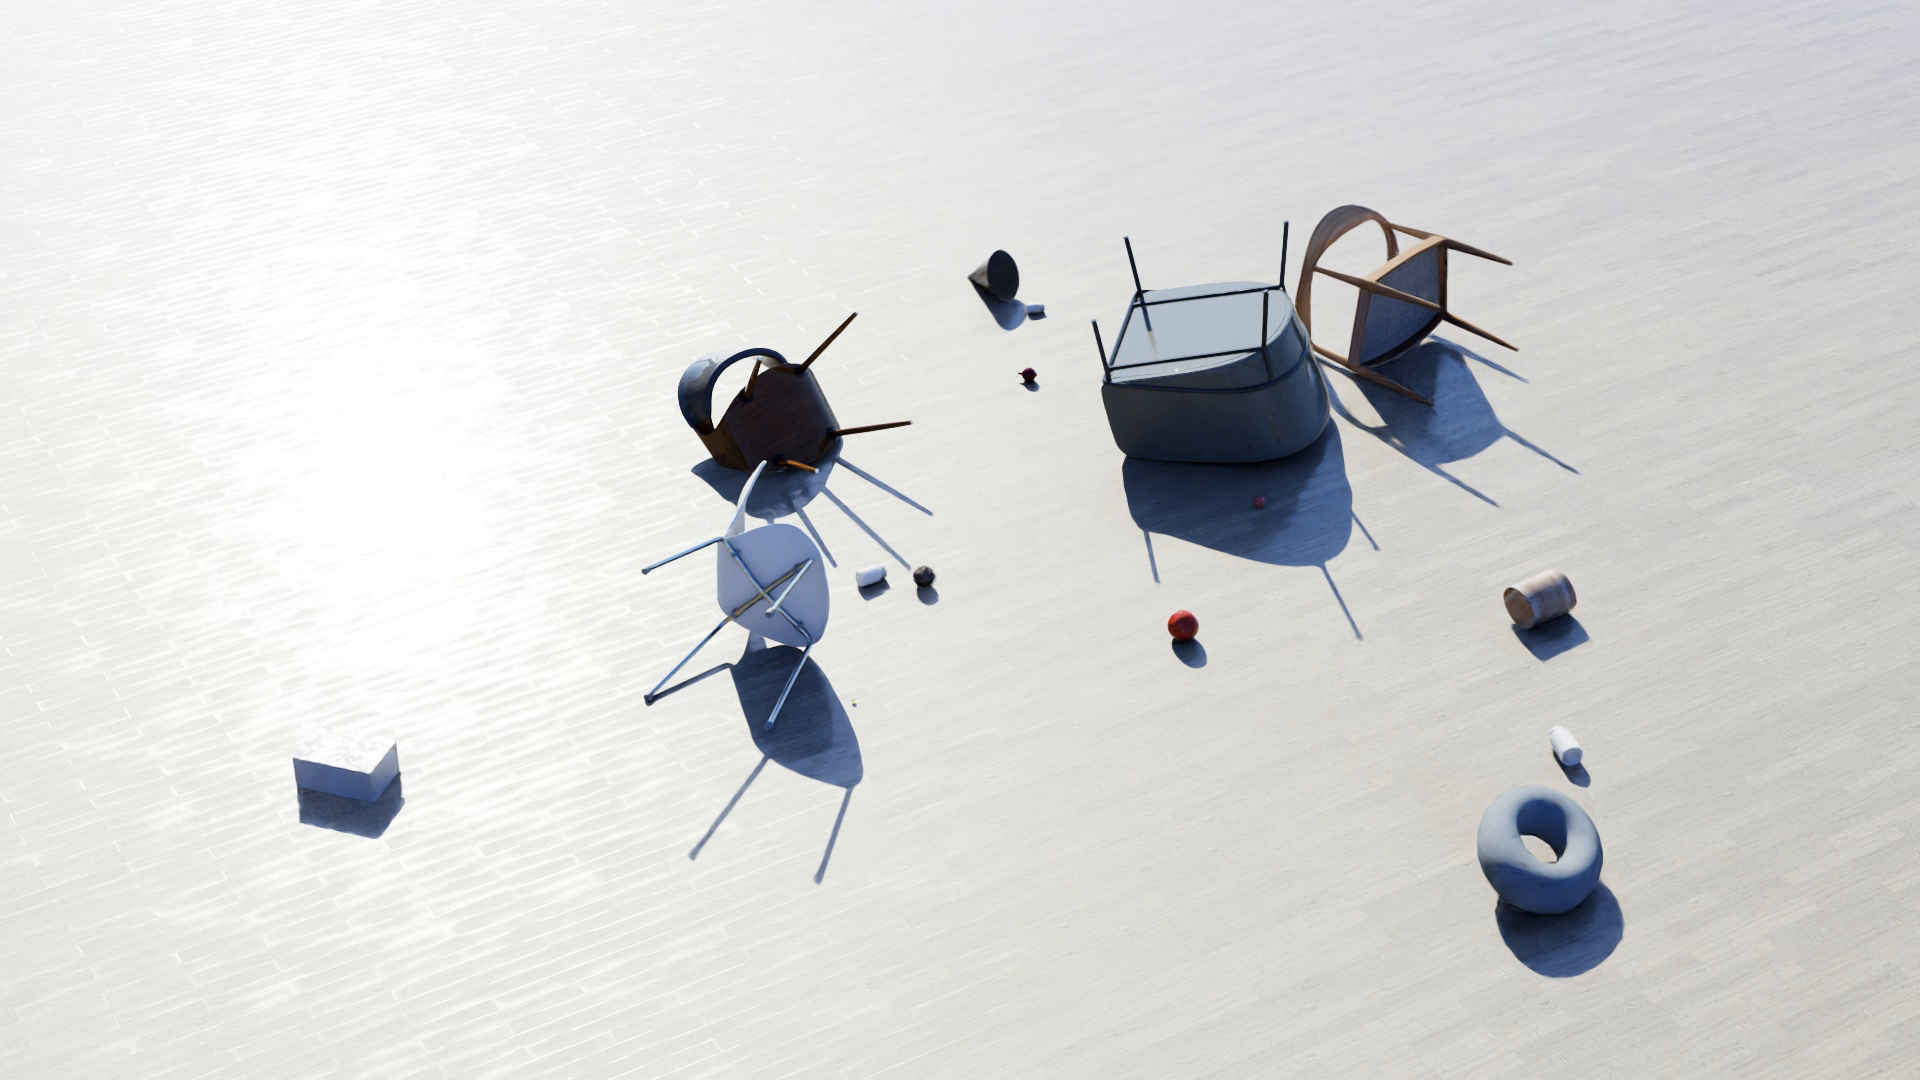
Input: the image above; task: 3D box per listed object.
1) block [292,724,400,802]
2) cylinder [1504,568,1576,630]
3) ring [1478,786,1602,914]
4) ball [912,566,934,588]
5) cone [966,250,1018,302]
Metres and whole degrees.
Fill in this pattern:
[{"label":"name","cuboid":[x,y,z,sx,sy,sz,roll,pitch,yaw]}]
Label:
[{"label":"block","cuboid":[-2.032,0.740,9.710,0.286,0.123,0.187,10,35,15]},{"label":"cylinder","cuboid":[2.077,0.211,10.496,0.211,0.129,0.168,-21,71,-28]},{"label":"ring","cuboid":[1.828,0.974,9.244,0.405,0.165,0.484,22,43,2]},{"label":"ball","cuboid":[-0.132,0.132,10.671,0.079,0.079,0.079,0,33,0]},{"label":"cone","cuboid":[0.106,-1.130,12.565,0.165,0.223,0.258,-24,17,-33]}]
